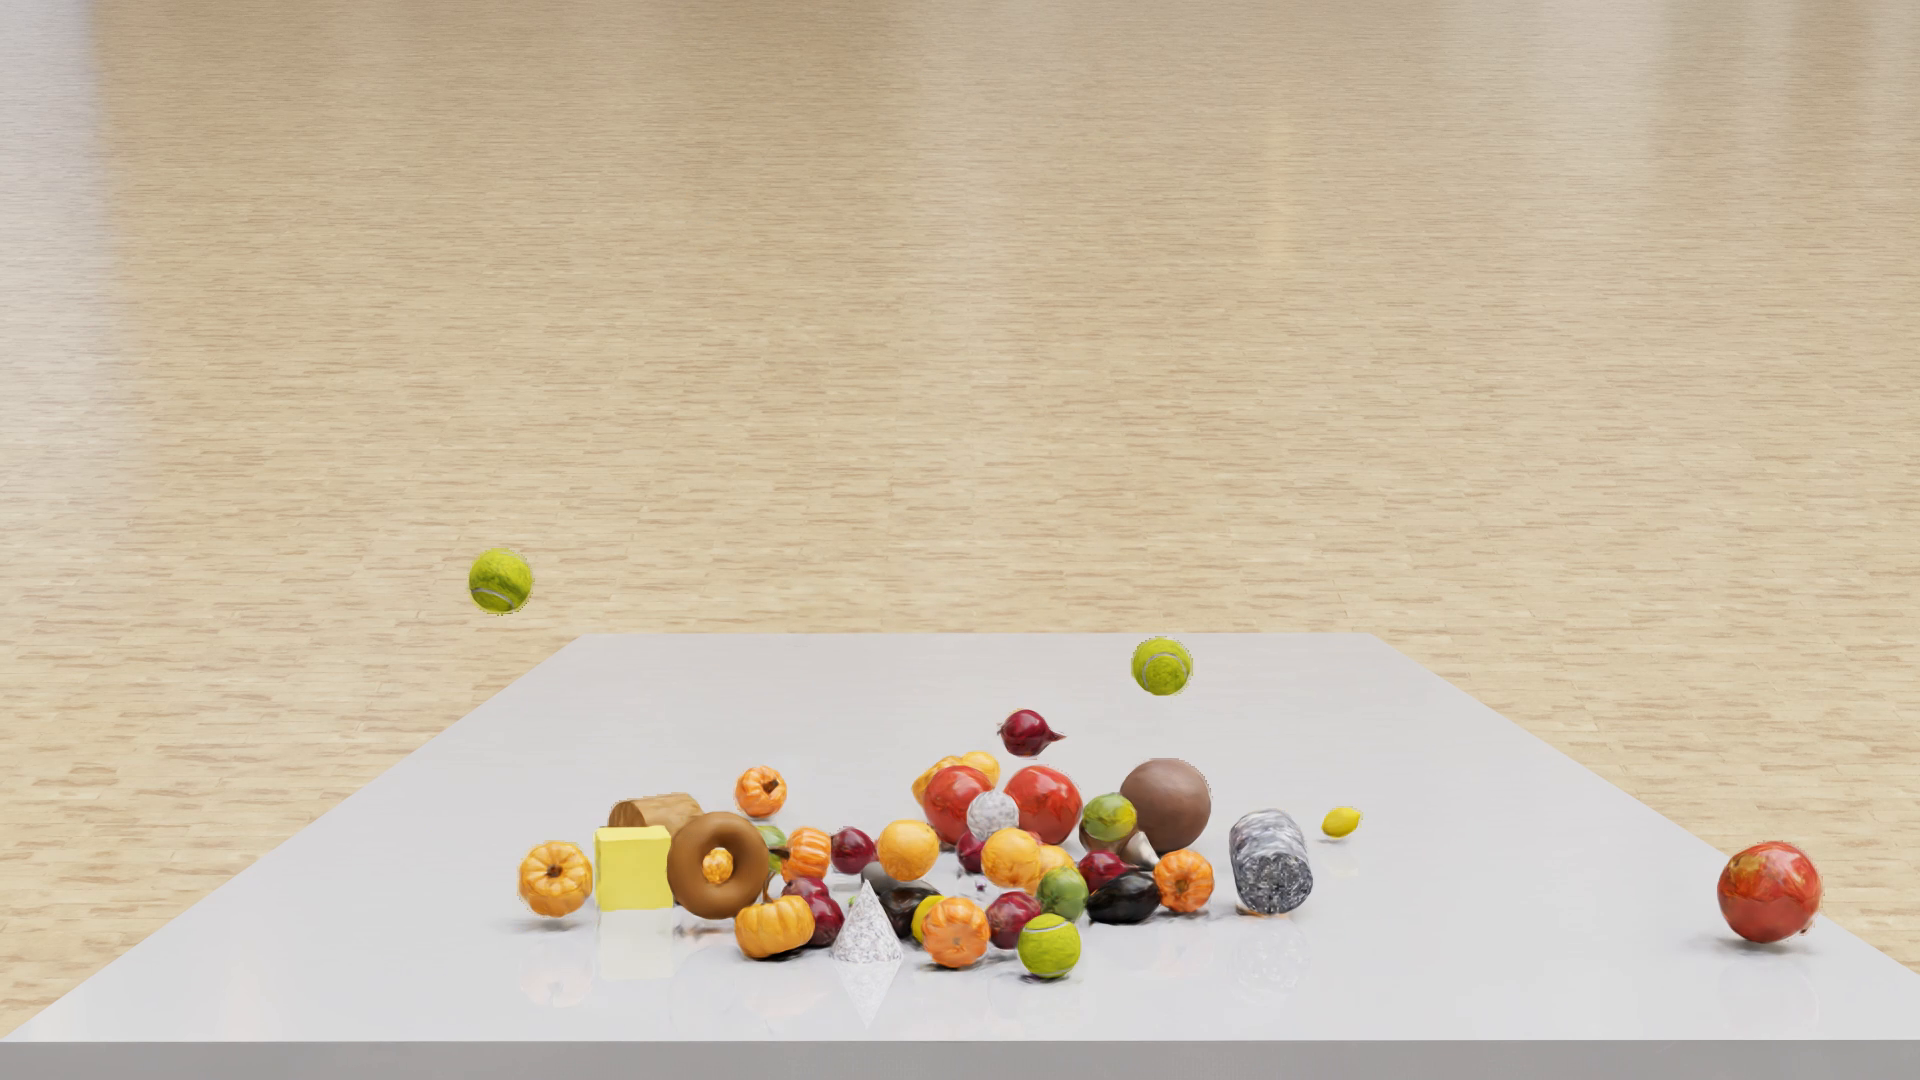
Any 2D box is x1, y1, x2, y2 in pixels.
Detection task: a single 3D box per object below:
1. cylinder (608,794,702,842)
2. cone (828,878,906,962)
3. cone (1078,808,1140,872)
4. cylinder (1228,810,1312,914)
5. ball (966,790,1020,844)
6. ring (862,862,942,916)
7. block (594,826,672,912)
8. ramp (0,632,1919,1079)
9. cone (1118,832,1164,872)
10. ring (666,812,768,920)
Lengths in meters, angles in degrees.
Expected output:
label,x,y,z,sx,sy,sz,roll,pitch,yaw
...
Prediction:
label,x,y,z,sx,sy,sz,roll,pitch,yaw
cylinder,-0.404,0.390,3.426,0.094,0.094,0.094,-3,17,-42
cone,-0.105,0.426,2.912,0.088,0.088,0.088,0,4,0
cone,0.194,0.417,3.410,0.086,0.086,0.086,3,30,10
cylinder,0.378,0.393,3.136,0.092,0.092,0.092,0,28,-1
ball,0.041,0.345,3.195,0.066,0.066,0.066,0,20,0
ring,-0.070,0.421,3.096,0.107,0.036,0.107,25,-13,6
block,-0.407,0.409,3.198,0.087,0.087,0.087,-1,4,-13
ramp,0.046,0.416,4.535,2.000,0.100,4.000,0,4,0
cone,0.250,0.426,3.402,0.057,0.057,0.057,32,33,26
ring,-0.285,0.384,3.028,0.128,0.128,0.043,-10,4,-26
